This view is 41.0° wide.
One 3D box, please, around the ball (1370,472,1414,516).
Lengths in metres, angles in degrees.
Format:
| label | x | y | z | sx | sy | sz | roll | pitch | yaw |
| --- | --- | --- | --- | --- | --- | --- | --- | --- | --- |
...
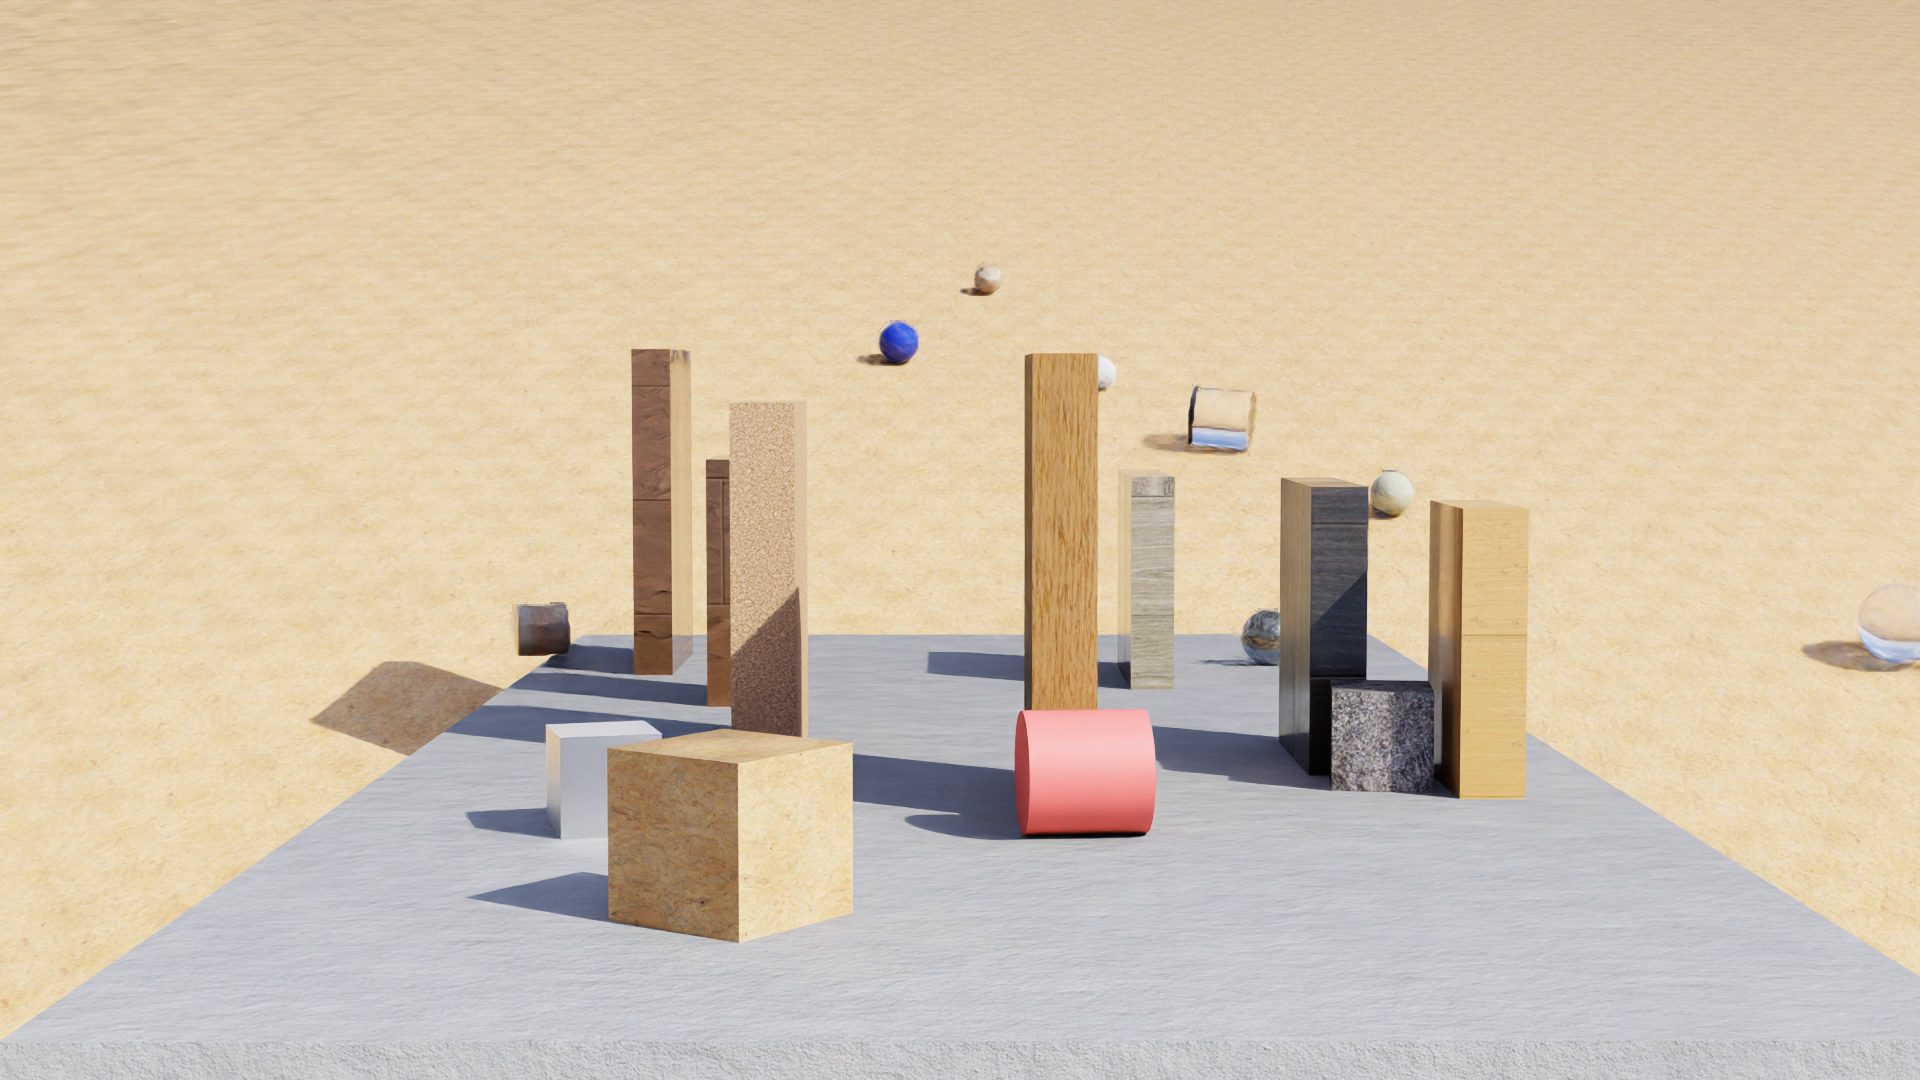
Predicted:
| label | x | y | z | sx | sy | sz | roll | pitch | yaw |
| --- | --- | --- | --- | --- | --- | --- | --- | --- | --- |
| ball | 1.292 | -0.139 | 7.676 | 0.131 | 0.131 | 0.131 | 0 | 20 | 0 |

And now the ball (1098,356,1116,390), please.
| label | x | y | z | sx | sy | sz | roll | pitch | yaw |
| --- | --- | --- | --- | --- | --- | --- | --- | --- | --- |
| ball | 0.485 | -0.579 | 8.920 | 0.119 | 0.119 | 0.119 | 0 | 20 | 0 |

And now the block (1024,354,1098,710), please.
| label | x | y | z | sx | sy | sz | roll | pitch | yaw |
| --- | --- | --- | --- | --- | --- | --- | --- | --- | --- |
| block | 0.153 | 0.058 | 3.972 | 0.096 | 0.689 | 0.423 | 0 | 4 | 0 |

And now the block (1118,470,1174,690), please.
| label | x | y | z | sx | sy | sz | roll | pitch | yaw |
| --- | --- | --- | --- | --- | --- | --- | --- | --- | --- |
| block | 0.402 | 0.077 | 5.586 | 0.090 | 0.445 | 0.442 | 0 | 4 | 0 |

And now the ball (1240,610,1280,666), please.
| label | x | y | z | sx | sy | sz | roll | pitch | yaw |
| --- | --- | --- | --- | --- | --- | --- | --- | --- | --- |
| ball | 0.702 | 0.221 | 5.833 | 0.126 | 0.126 | 0.126 | 0 | 20 | 0 |

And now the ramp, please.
| label | x | y | z | sx | sy | sz | roll | pitch | yaw |
| --- | --- | --- | --- | --- | --- | --- | --- | --- | --- |
| ramp | 0.046 | 0.418 | 4.535 | 2.000 | 0.100 | 4.000 | 0 | 4 | 0 |

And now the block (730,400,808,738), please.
| label | x | y | z | sx | sy | sz | roll | pitch | yaw |
| --- | --- | --- | --- | --- | --- | --- | --- | --- | --- |
| block | -0.334 | 0.062 | 4.520 | 0.109 | 0.611 | 0.372 | 0 | 4 | 0 |

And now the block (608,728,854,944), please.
| label | x | y | z | sx | sy | sz | roll | pitch | yaw |
| --- | --- | --- | --- | --- | --- | --- | --- | --- | --- |
| block | -0.278 | 0.353 | 3.115 | 0.210 | 0.210 | 0.210 | 3 | 5 | 36 |

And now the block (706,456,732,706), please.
| label | x | y | z | sx | sy | sz | roll | pitch | yaw |
| --- | --- | --- | --- | --- | --- | --- | --- | --- | --- |
| block | -0.454 | 0.078 | 5.219 | 0.098 | 0.492 | 0.264 | 0 | 4 | 0 |

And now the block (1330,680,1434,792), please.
| label | x | y | z | sx | sy | sz | roll | pitch | yaw |
| --- | --- | --- | --- | --- | --- | --- | --- | --- | --- |
| block | 0.676 | 0.314 | 4.126 | 0.159 | 0.159 | 0.159 | 0 | 4 | 7 |

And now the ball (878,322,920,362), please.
| label | x | y | z | sx | sy | sz | roll | pitch | yaw |
| --- | --- | --- | --- | --- | --- | --- | --- | --- | --- |
| ball | -0.220 | -0.712 | 9.248 | 0.147 | 0.147 | 0.147 | 0 | 20 | 0 |

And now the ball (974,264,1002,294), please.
| label | x | y | z | sx | sy | sz | roll | pitch | yaw |
| --- | --- | --- | --- | --- | --- | --- | --- | --- | --- |
| ball | 0.112 | -1.037 | 10.203 | 0.114 | 0.114 | 0.114 | 0 | 20 | 0 |

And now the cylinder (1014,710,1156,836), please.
| label | x | y | z | sx | sy | sz | roll | pitch | yaw |
| --- | --- | --- | --- | --- | --- | --- | --- | --- | --- |
| cylinder | 0.177 | 0.333 | 3.686 | 0.178 | 0.178 | 0.178 | 0 | 20 | -6 |

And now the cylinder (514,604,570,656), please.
| label | x | y | z | sx | sy | sz | roll | pitch | yaw |
| --- | --- | --- | --- | --- | --- | --- | --- | --- | --- |
| cylinder | -0.984 | 0.212 | 6.034 | 0.117 | 0.117 | 0.117 | -2 | 20 | -17 |

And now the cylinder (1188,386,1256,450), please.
| label | x | y | z | sx | sy | sz | roll | pitch | yaw |
| --- | --- | --- | --- | --- | --- | --- | --- | --- | --- |
| cylinder | 0.845 | -0.393 | 8.287 | 0.190 | 0.190 | 0.190 | 6 | 21 | 13 |

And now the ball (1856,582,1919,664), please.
| label | x | y | z | sx | sy | sz | roll | pitch | yaw |
| --- | --- | --- | --- | --- | --- | --- | --- | --- | --- |
| ball | 2.408 | 0.214 | 6.578 | 0.207 | 0.207 | 0.207 | 0 | 20 | 0 |

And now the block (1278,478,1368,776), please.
| label | x | y | z | sx | sy | sz | roll | pitch | yaw |
| --- | --- | --- | --- | --- | --- | --- | --- | --- | --- |
| block | 0.620 | 0.138 | 4.402 | 0.093 | 0.475 | 0.393 | 0 | 4 | 0 |

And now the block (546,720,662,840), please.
| label | x | y | z | sx | sy | sz | roll | pitch | yaw |
| --- | --- | --- | --- | --- | --- | --- | --- | --- | --- |
| block | -0.517 | 0.347 | 3.725 | 0.146 | 0.146 | 0.146 | -1 | 4 | -17 |

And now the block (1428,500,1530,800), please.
| label | x | y | z | sx | sy | sz | roll | pitch | yaw |
| --- | --- | --- | --- | --- | --- | --- | --- | --- | --- |
| block | 0.826 | 0.168 | 4.110 | 0.102 | 0.451 | 0.278 | 0 | 4 | 0 |

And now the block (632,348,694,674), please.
| label | x | y | z | sx | sy | sz | roll | pitch | yaw |
| --- | --- | --- | --- | --- | --- | --- | --- | --- | --- |
| block | -0.675 | -0.074 | 5.843 | 0.085 | 0.715 | 0.441 | 0 | 4 | 0 |
